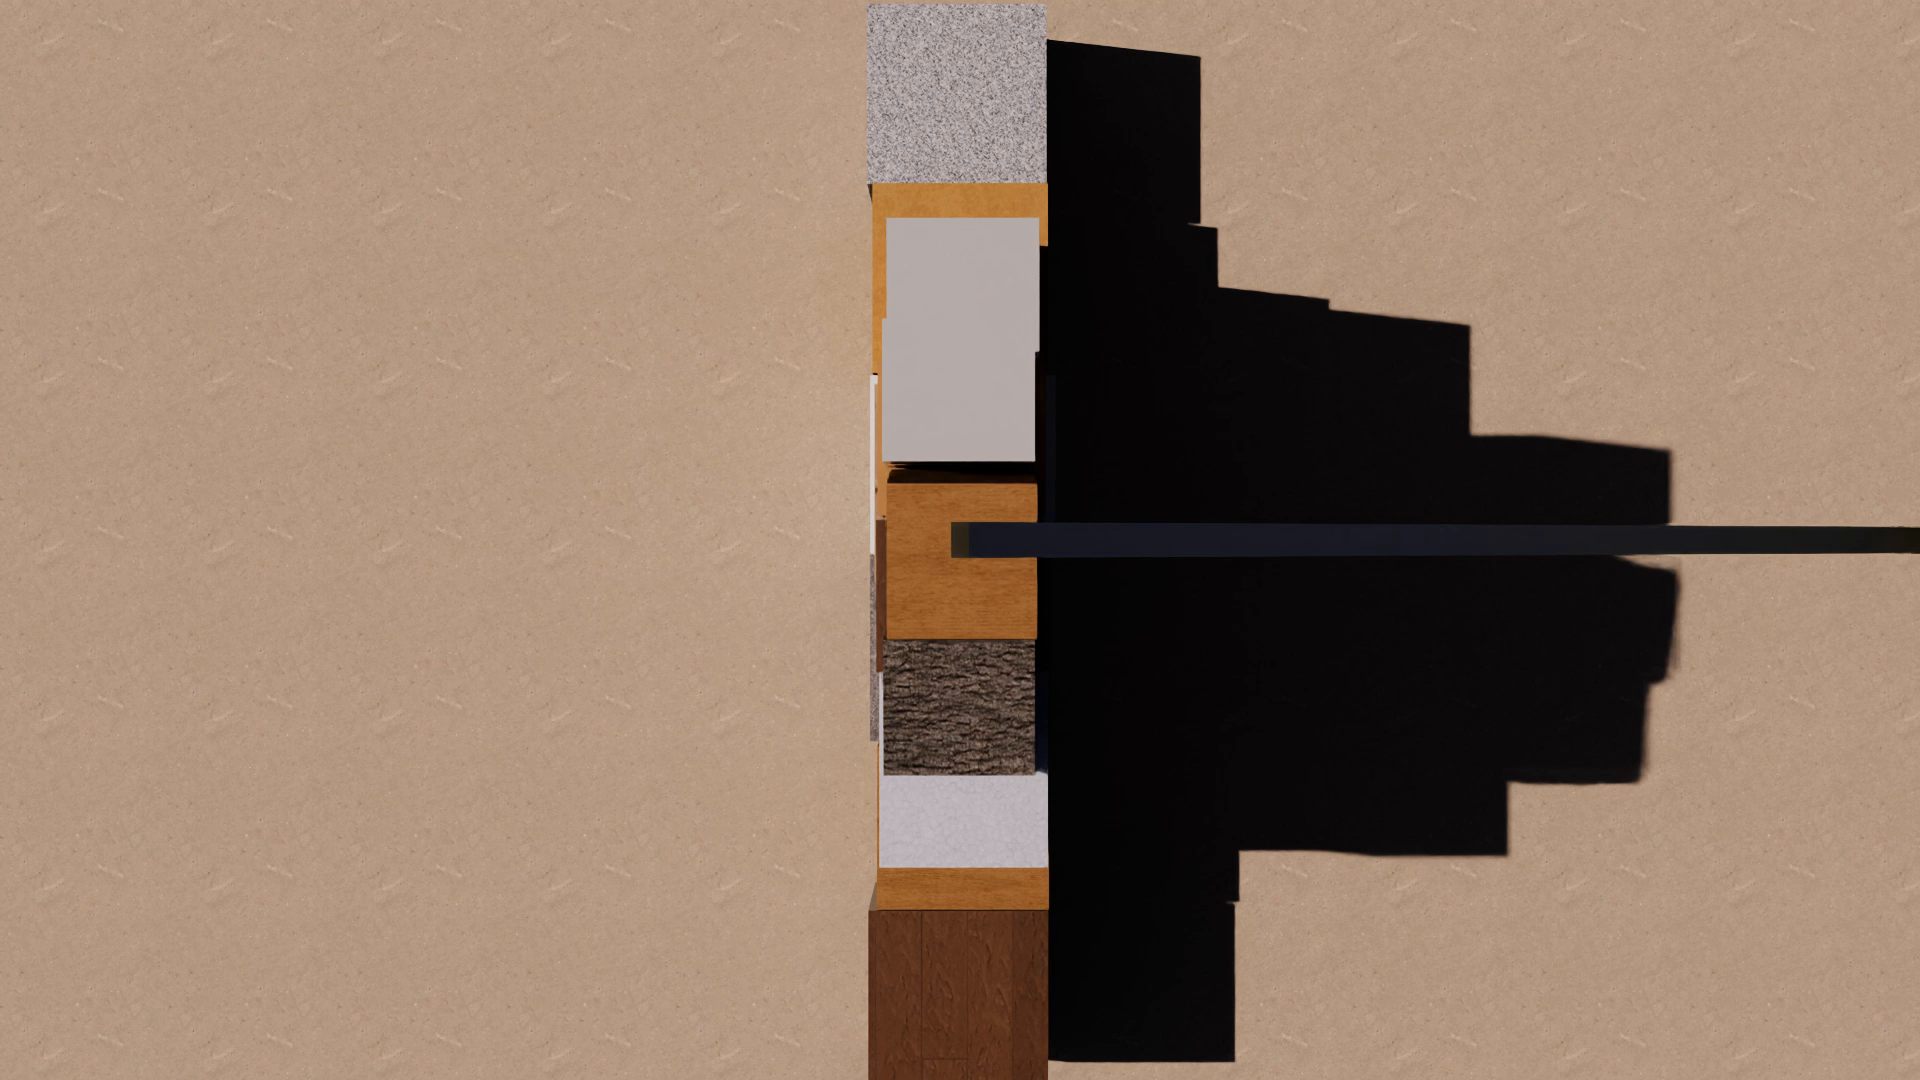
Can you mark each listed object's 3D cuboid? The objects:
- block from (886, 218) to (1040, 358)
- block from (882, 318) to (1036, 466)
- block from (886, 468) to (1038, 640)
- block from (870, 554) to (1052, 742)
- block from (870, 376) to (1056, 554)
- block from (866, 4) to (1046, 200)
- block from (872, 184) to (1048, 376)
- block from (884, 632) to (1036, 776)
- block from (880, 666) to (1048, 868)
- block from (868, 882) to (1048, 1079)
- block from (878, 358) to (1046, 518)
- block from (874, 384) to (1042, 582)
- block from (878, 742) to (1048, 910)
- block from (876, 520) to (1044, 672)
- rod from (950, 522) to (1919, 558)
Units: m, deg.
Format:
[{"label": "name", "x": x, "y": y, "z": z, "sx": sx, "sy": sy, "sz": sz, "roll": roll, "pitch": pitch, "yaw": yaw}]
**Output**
[{"label": "block", "x": 0.014, "y": -1.213, "z": 11.029, "sx": 0.742, "sy": 0.701, "sz": 0.703, "roll": 0, "pitch": 90, "yaw": 0}, {"label": "block", "x": -0.006, "y": -0.654, "z": 9.928, "sx": 0.666, "sy": 0.691, "sz": 0.623, "roll": 0, "pitch": 90, "yaw": 0}, {"label": "block", "x": 0.009, "y": 0.051, "z": 9.932, "sx": 0.657, "sy": 0.719, "sz": 0.683, "roll": 0, "pitch": 97, "yaw": 0}, {"label": "block", "x": 0.005, "y": 0.599, "z": 12.584, "sx": 1.005, "sy": 0.831, "sz": 1.029, "roll": 0, "pitch": 90, "yaw": 0}, {"label": "block", "x": 0.016, "y": -0.417, "z": 12.560, "sx": 1.022, "sy": 0.879, "sz": 0.982, "roll": 0, "pitch": 90, "yaw": 0}, {"label": "block", "x": -0.018, "y": -2.468, "z": 12.583, "sx": 0.993, "sy": 0.834, "sz": 0.993, "roll": 0, "pitch": 90, "yaw": 0}, {"label": "block", "x": 0.002, "y": -1.439, "z": 12.541, "sx": 0.964, "sy": 0.919, "sz": 1.043, "roll": 0, "pitch": 90, "yaw": 0}, {"label": "block", "x": -0.004, "y": 0.709, "z": 10.072, "sx": 0.670, "sy": 0.706, "sz": 0.606, "roll": 0, "pitch": 96, "yaw": 0}, {"label": "block", "x": 0.018, "y": 1.096, "z": 10.907, "sx": 0.806, "sy": 0.789, "sz": 0.940, "roll": 0, "pitch": 90, "yaw": 0}, {"label": "block", "x": -0.009, "y": 2.493, "z": 12.495, "sx": 0.982, "sy": 1.010, "sz": 0.942, "roll": 0, "pitch": 90, "yaw": 0}, {"label": "block", "x": 0.008, "y": -0.484, "z": 10.728, "sx": 0.786, "sy": 0.908, "sz": 0.735, "roll": 0, "pitch": 90, "yaw": 0}, {"label": "block", "x": -0.007, "y": -0.290, "z": 11.651, "sx": 0.856, "sy": 0.939, "sz": 1.006, "roll": 0, "pitch": 90, "yaw": 0}, {"label": "block", "x": 0.016, "y": 1.568, "z": 12.485, "sx": 0.936, "sy": 1.030, "sz": 0.888, "roll": 0, "pitch": 90, "yaw": 0}, {"label": "block", "x": 0.002, "y": 0.260, "z": 10.798, "sx": 0.798, "sy": 0.770, "sz": 0.722, "roll": 0, "pitch": 91, "yaw": 0}, {"label": "rod", "x": 2.212, "y": 0.000, "z": 6.299, "sx": 5.200, "sy": 0.080, "sz": 0.080, "roll": 0, "pitch": 90, "yaw": -32}]
